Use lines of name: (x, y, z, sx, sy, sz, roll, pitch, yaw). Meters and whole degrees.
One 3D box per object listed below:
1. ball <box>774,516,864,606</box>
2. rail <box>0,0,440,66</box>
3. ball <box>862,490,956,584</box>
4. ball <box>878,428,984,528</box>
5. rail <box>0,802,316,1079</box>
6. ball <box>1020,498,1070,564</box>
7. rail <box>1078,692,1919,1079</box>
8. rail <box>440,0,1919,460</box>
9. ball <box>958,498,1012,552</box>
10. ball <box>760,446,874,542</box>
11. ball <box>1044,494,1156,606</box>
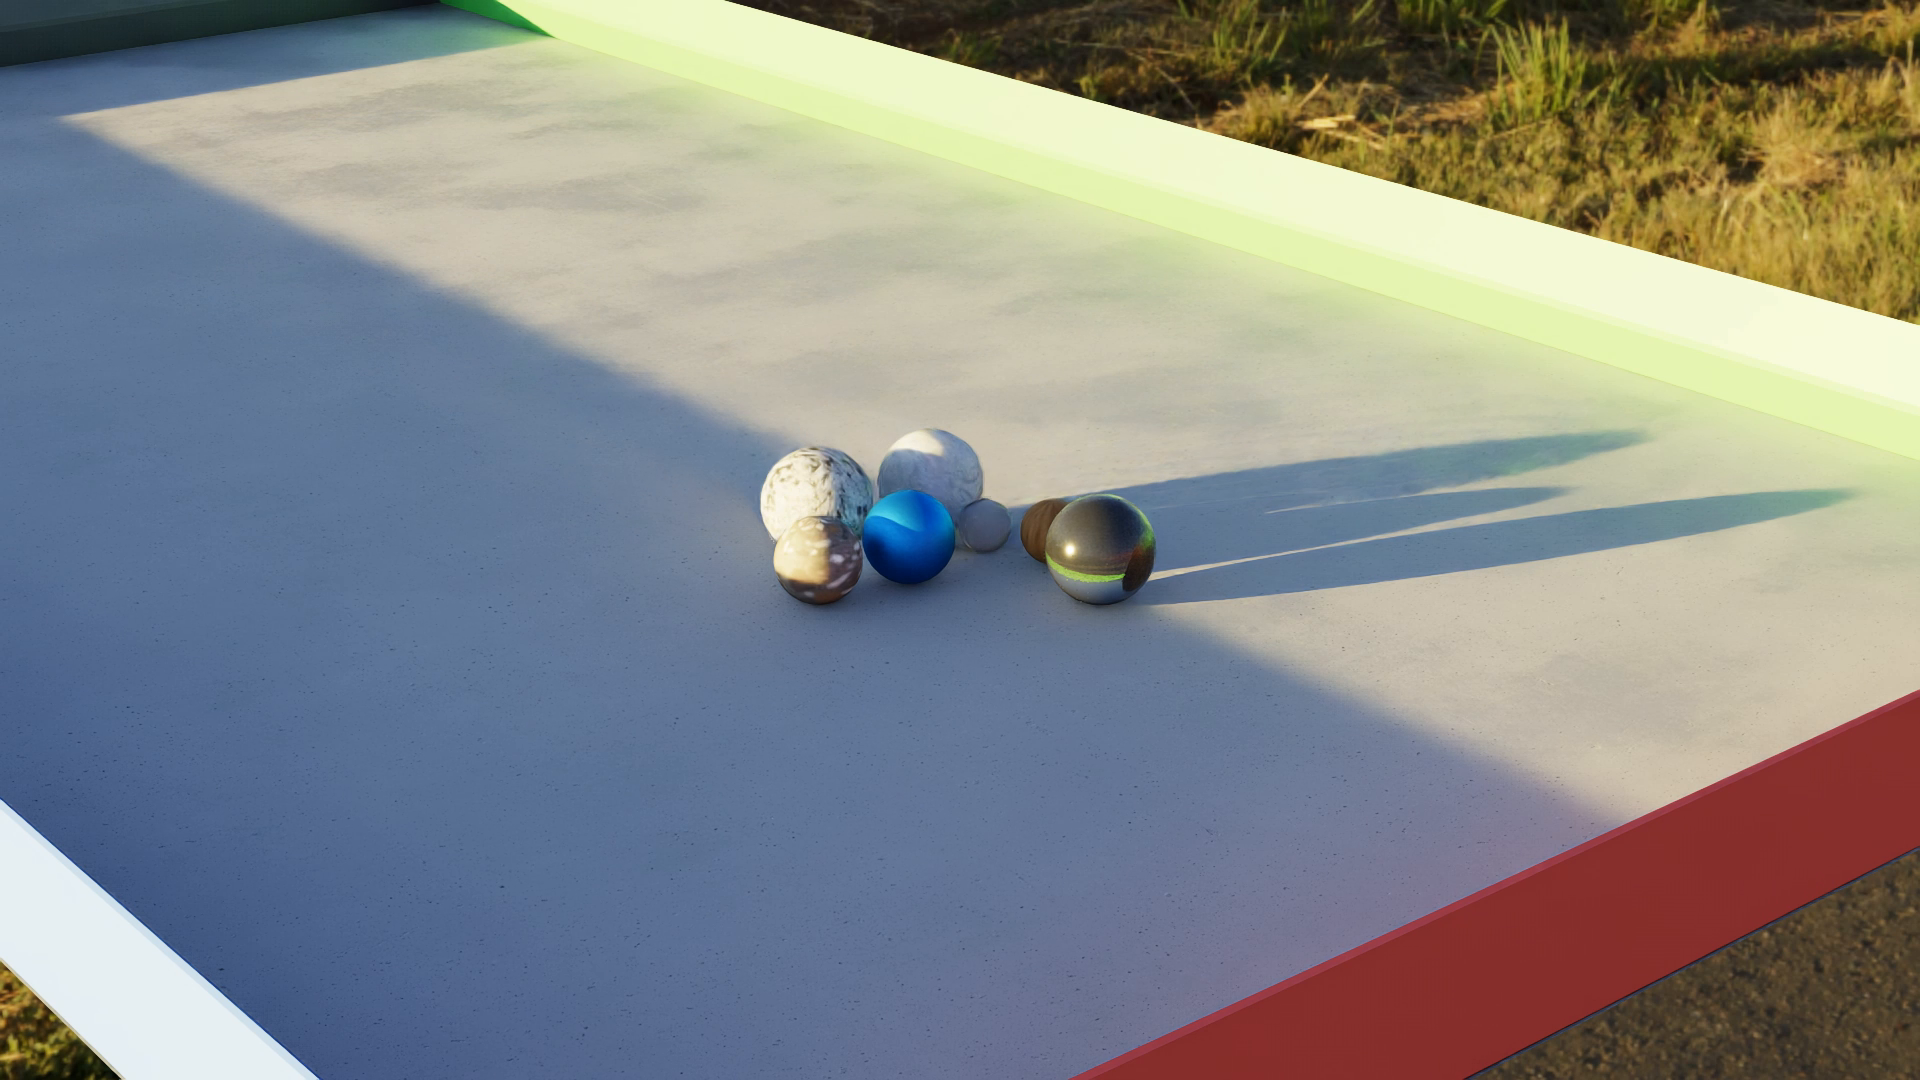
ball: (-0.118, 0.017, 2.440, 0.074, 0.074, 0.074, 0, 22, 0)
rail: (-1.505, -0.710, 4.174, 1.770, 0.127, 0.045, -17, 27, -36)
ball: (-0.043, -0.002, 2.481, 0.080, 0.080, 0.080, 0, 22, 0)
ball: (-0.026, -0.051, 2.584, 0.093, 0.093, 0.093, 0, 22, 0)
rail: (-1.173, -0.052, 2.538, 0.045, 0.127, 3.195, -17, 27, -36)
ball: (0.080, -0.007, 2.524, 0.057, 0.057, 0.057, 0, 22, 0)
rail: (0.492, 0.198, 1.917, 1.770, 0.127, 0.045, -17, 27, -36)
rail: (0.159, -0.460, 3.552, 0.045, 0.127, 3.195, -17, 27, -36)
ball: (0.022, -0.013, 2.551, 0.046, 0.046, 0.046, 0, 22, 0)
ball: (-0.123, -0.032, 2.531, 0.097, 0.097, 0.097, 0, 22, 0)
ball: (0.117, 0.008, 2.438, 0.093, 0.093, 0.093, 0, 22, 0)
